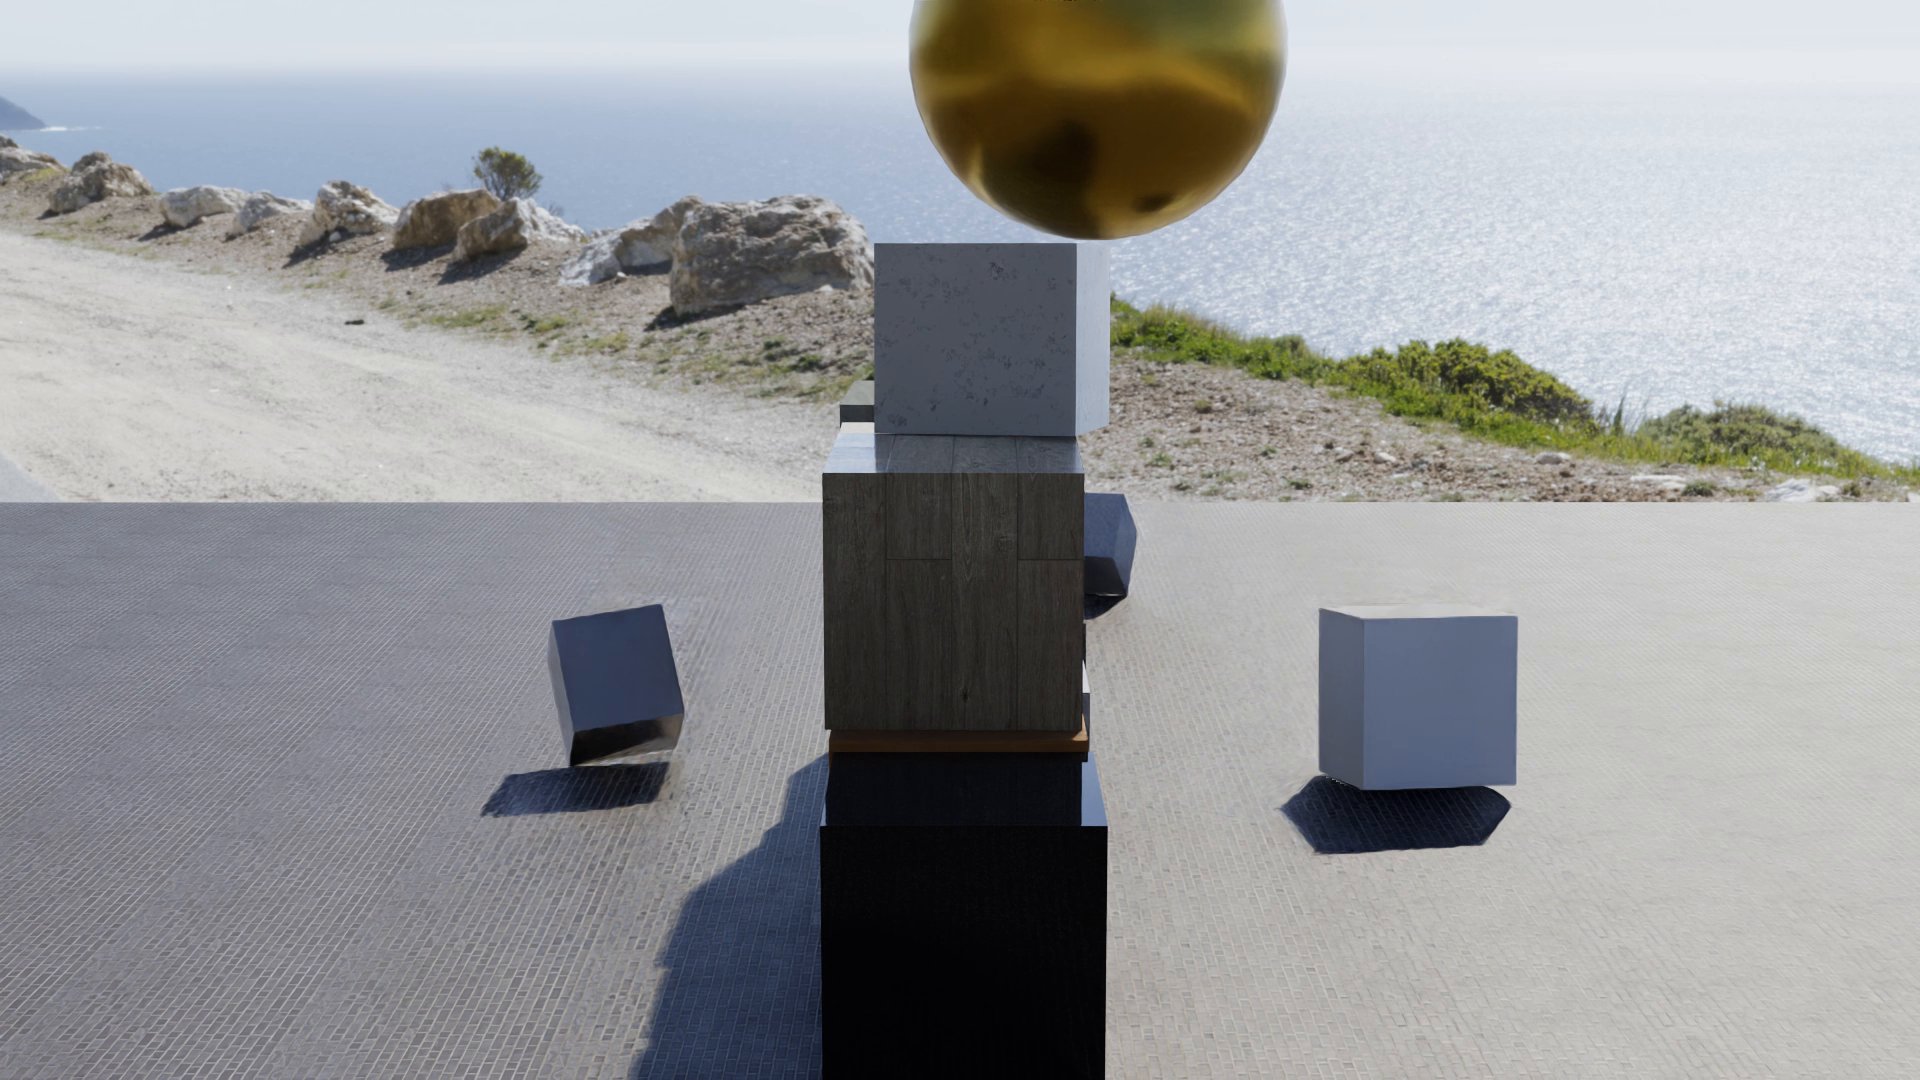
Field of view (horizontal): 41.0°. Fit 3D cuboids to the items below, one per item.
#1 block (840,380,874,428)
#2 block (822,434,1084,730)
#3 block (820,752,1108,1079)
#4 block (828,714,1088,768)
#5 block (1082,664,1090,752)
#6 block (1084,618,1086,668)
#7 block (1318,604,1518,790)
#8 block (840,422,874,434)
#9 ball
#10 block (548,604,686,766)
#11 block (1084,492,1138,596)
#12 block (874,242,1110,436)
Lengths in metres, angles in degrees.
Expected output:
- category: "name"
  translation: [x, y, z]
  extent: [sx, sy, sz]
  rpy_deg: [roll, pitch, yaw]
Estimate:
- category: "block"
  translation: [-0.013, -0.217, 12.208]
  extent: [1.040, 0.976, 0.936]
  rpy_deg: [0, 10, 2]
- category: "block"
  translation: [-0.019, 0.142, 10.313]
  extent: [0.992, 1.001, 1.080]
  rpy_deg: [0, 10, 1]
- category: "block"
  translation: [0.014, 1.368, 9.326]
  extent: [0.983, 0.972, 0.971]
  rpy_deg: [0, 10, 0]
- category: "block"
  translation: [-0.006, 1.176, 10.259]
  extent: [0.982, 1.015, 0.918]
  rpy_deg: [0, 10, 0]
- category: "block"
  translation: [0.009, 1.018, 11.243]
  extent: [1.062, 0.975, 1.051]
  rpy_deg: [0, 10, 0]
- category: "block"
  translation: [-0.002, 0.789, 12.316]
  extent: [1.153, 1.041, 1.124]
  rpy_deg: [0, 10, 0]
- category: "block"
  translation: [2.269, 0.768, 12.768]
  extent: [0.785, 0.832, 0.666]
  rpy_deg: [-1, 4, -11]
- category: "block"
  translation: [-0.111, 0.016, 11.288]
  extent: [0.849, 0.905, 0.788]
  rpy_deg: [0, 16, 1]
- category: "ball"
  translation: [0.580, -2.065, 10.805]
  extent: [1.600, 1.600, 1.600]
  rpy_deg: [0, 10, 0]
- category: "block"
  translation: [-1.758, 0.743, 13.075]
  extent: [0.559, 0.595, 0.564]
  rpy_deg: [-9, -21, -15]
- category: "block"
  translation: [0.857, 0.022, 17.429]
  extent: [0.551, 0.487, 0.539]
  rpy_deg: [3, -28, 17]
- category: "block"
  translation: [0.152, -0.873, 11.032]
  extent: [0.857, 0.791, 0.836]
  rpy_deg: [1, 6, 13]
